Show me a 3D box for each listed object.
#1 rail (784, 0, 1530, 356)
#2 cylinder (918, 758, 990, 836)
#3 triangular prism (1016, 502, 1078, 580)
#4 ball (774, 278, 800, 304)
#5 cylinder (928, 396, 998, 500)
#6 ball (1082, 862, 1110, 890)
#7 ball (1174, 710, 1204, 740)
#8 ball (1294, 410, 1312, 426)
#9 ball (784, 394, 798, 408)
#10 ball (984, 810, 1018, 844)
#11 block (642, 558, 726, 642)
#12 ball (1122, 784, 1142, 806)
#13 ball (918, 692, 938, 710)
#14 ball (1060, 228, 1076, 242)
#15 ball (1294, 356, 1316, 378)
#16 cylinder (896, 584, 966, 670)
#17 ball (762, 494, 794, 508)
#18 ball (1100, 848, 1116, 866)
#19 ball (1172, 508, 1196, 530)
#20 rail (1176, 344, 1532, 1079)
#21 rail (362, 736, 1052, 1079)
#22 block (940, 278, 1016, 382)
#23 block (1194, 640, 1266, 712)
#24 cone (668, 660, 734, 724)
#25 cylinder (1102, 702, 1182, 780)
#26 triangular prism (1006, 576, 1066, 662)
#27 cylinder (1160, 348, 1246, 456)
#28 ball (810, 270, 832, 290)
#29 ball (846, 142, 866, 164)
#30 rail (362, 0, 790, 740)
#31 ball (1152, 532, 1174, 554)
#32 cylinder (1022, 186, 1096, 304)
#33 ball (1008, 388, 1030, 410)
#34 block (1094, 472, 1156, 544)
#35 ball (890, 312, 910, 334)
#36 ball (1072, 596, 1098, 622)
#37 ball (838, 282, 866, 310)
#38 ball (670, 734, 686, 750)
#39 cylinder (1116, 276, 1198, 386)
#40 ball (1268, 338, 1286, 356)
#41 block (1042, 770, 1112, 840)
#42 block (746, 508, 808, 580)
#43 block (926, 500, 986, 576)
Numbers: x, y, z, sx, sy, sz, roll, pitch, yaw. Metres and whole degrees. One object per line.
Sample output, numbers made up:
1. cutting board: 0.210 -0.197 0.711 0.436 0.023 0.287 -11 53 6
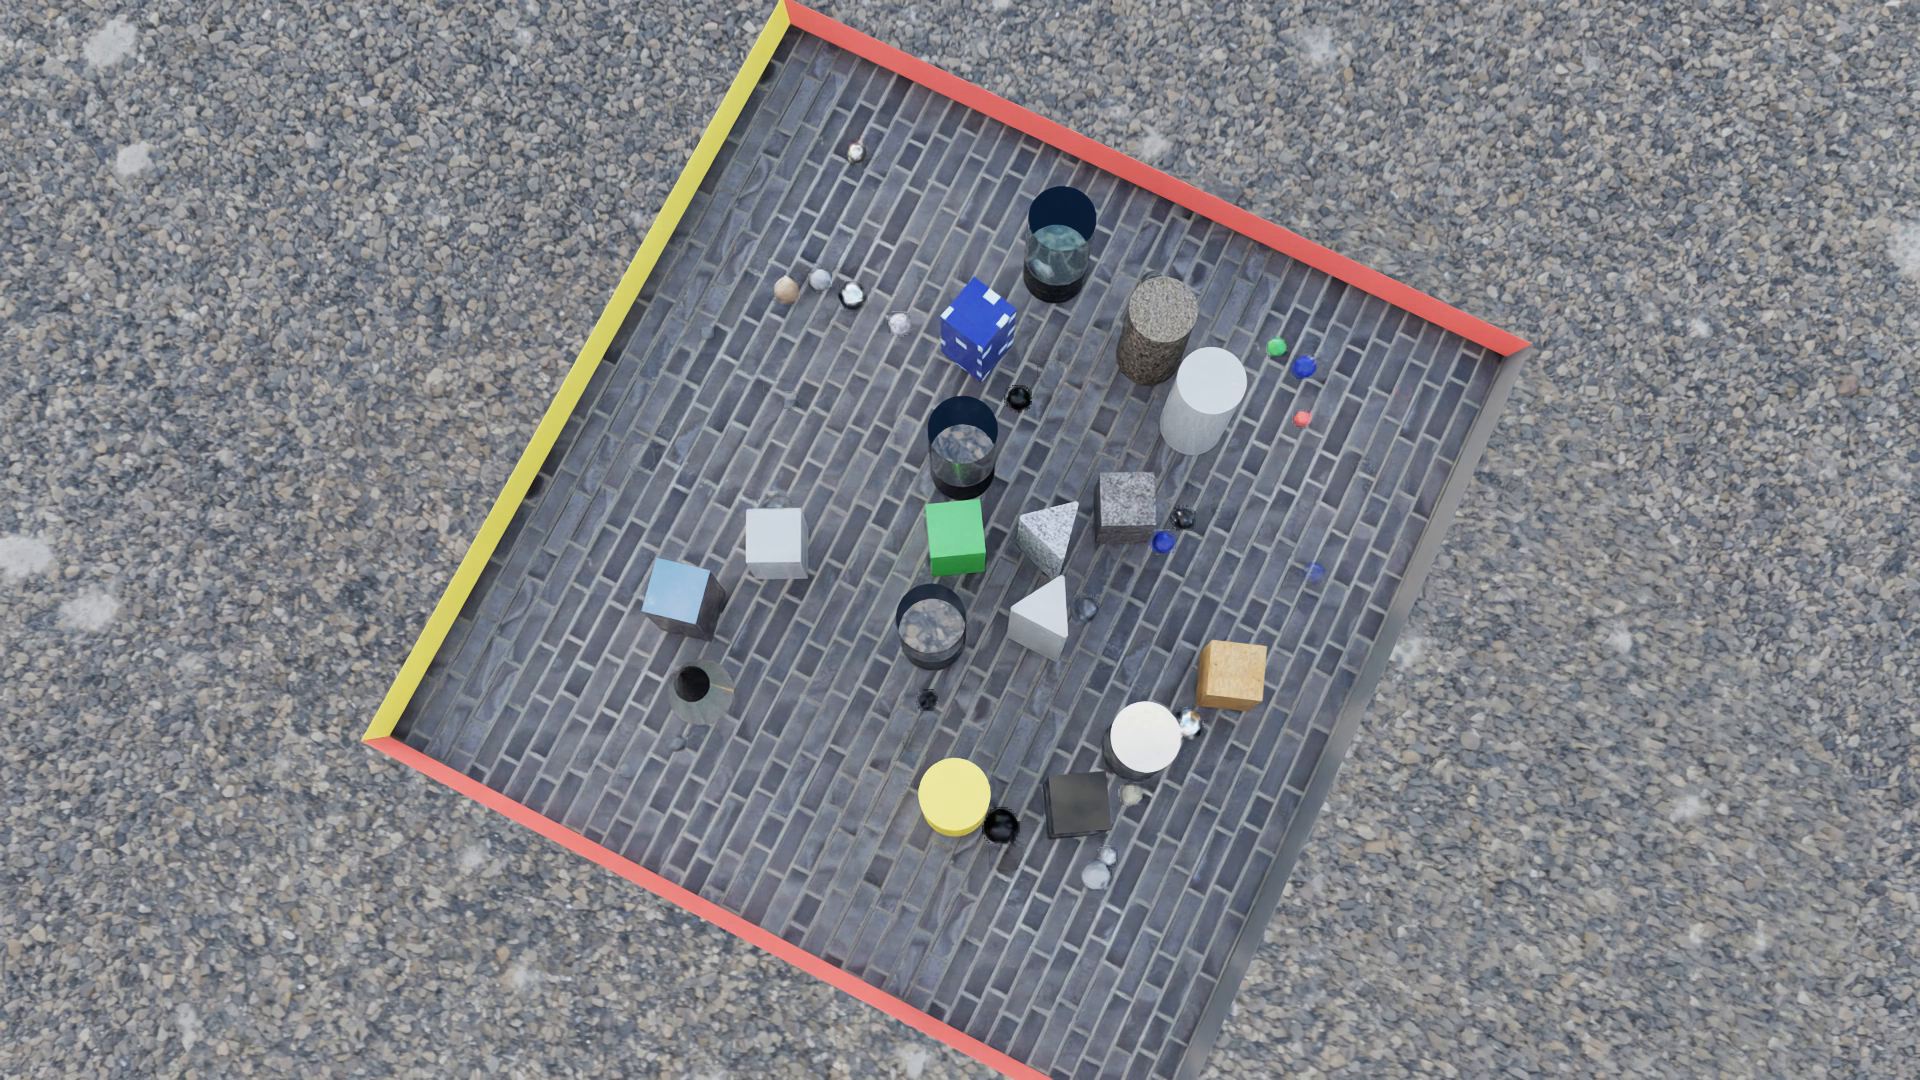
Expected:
1. rail: 0.583 -1.135 5.784 2.594 0.130 0.045 26 80 5
2. cylinder: -0.015 0.743 5.266 0.200 0.386 0.200 0 78 0
3. triangular prism: 0.285 -0.020 5.433 0.150 0.367 0.173 -44 82 -8
4. ball: -0.544 -0.781 5.737 0.081 0.081 0.081 0 78 0
5. cylinder: 0.008 -0.267 5.435 0.200 0.465 0.200 0 78 0
6. ball: 0.399 0.984 5.371 0.082 0.082 0.082 0 78 0
7. ball: 0.677 0.550 5.455 0.093 0.093 0.093 0 78 0
8. ball: 1.061 -0.375 5.669 0.050 0.050 0.050 0 78 0
9. ball: -0.523 -0.430 5.682 0.046 0.046 0.046 0 78 0
10. ball: 0.121 0.844 5.391 0.100 0.100 0.100 0 78 0
11. block: -0.810 0.181 5.397 0.160 0.357 0.160 13 79 3
12. ball: 0.509 0.753 5.428 0.064 0.064 0.064 0 78 0
13. ball: -0.096 0.481 5.489 0.055 0.055 0.055 0 78 0
14. ball: 0.340 -0.963 5.792 0.047 0.047 0.047 0 78 0
15. ball: 1.071 -0.538 5.692 0.071 0.071 0.071 0 78 0
16. cylinder: -0.082 0.259 5.371 0.200 0.376 0.200 0 78 0
17. ball: -0.554 -0.093 5.587 0.095 0.095 0.095 0 78 0
18. ball: 0.436 0.933 5.398 0.051 0.051 0.051 0 78 0
19. ball: 0.683 -0.064 5.595 0.069 0.069 0.069 0 78 0
20. rail: 1.139 0.564 5.432 0.045 0.130 2.654 26 80 5
21. rail: -0.583 1.148 5.312 2.594 0.130 0.045 26 80 5
22. block: 0.054 -0.635 5.573 0.160 0.344 0.160 38 81 7
23. block: 0.795 0.402 5.395 0.160 0.271 0.160 7 78 1
24. cone: -0.781 0.415 5.314 0.200 0.424 0.200 0 78 0
25. cylinder: 0.524 0.588 5.326 0.200 0.332 0.200 0 78 0
26. triangular prism: 0.252 0.213 5.322 0.173 0.491 0.150 27 80 5
27. cylinder: 0.719 -0.408 5.461 0.200 0.470 0.200 0 78 0
28. ball: -0.437 -0.816 5.752 0.067 0.067 0.067 0 78 0
29. ball: -0.330 -1.234 5.839 0.065 0.065 0.065 0 78 0
30. rail: -1.139 -0.551 5.663 0.045 0.130 2.654 26 80 5
31. ball: 0.620 0.008 5.580 0.068 0.068 0.068 0 78 0
32. cylinder: 0.298 -0.890 5.563 0.200 0.465 0.200 0 78 0
33. ball: 0.182 -0.437 5.670 0.072 0.072 0.072 0 78 0
34. block: 0.492 -0.094 5.501 0.160 0.265 0.160 -1 78 0
35. ball: -0.188 -0.675 5.722 0.068 0.068 0.068 0 78 0
36. ball: 0.379 0.209 5.534 0.077 0.077 0.077 0 78 0
37. ball: -0.336 -0.762 5.731 0.086 0.086 0.086 0 78 0
38. ball: -0.841 0.605 5.467 0.048 0.048 0.048 0 78 0
39. cylinder: 0.589 -0.624 5.521 0.200 0.440 0.200 0 78 0
40. ball: 0.988 -0.601 5.712 0.057 0.057 0.057 0 78 0
41. block: 0.333 0.765 5.263 0.160 0.382 0.160 -5 78 -1
42. block: -0.544 0.014 5.476 0.160 0.271 0.160 -1 78 0
43. block: -0.013 -0.004 5.465 0.160 0.298 0.160 -6 78 -1
